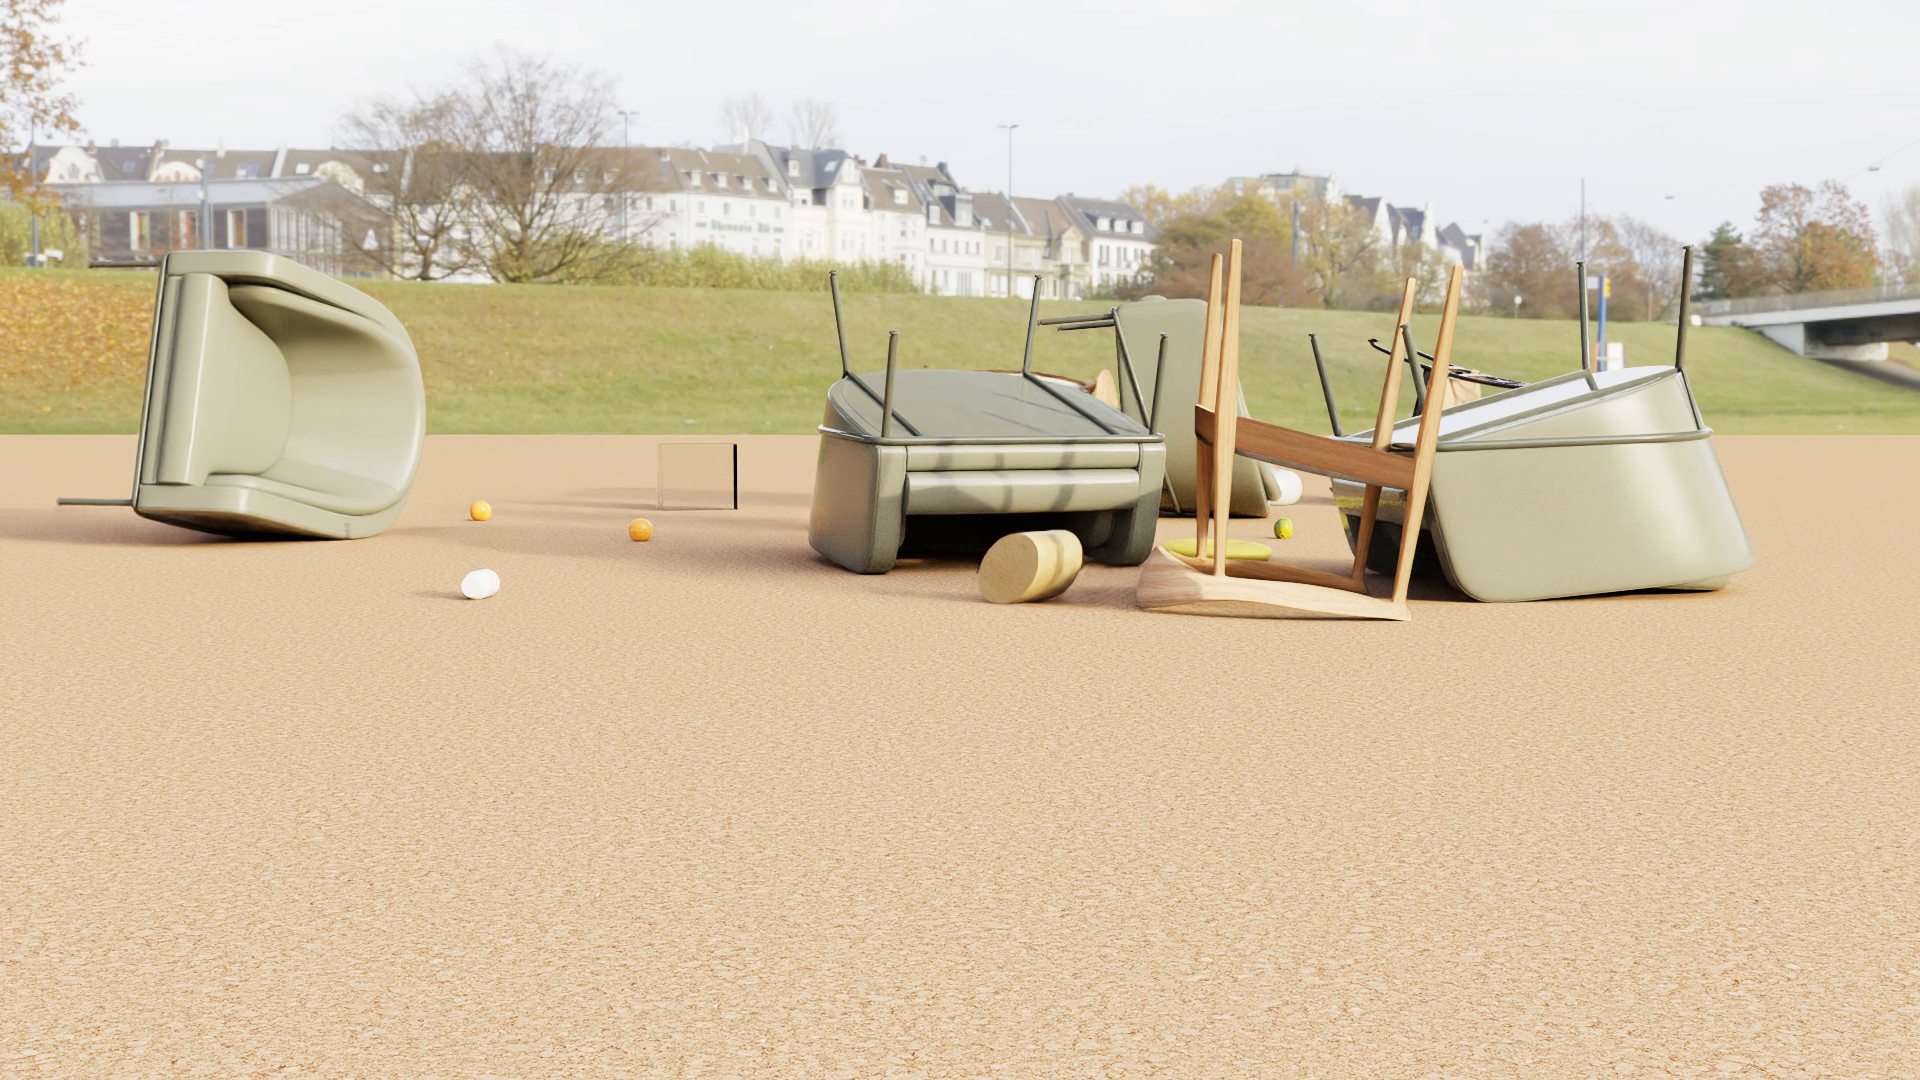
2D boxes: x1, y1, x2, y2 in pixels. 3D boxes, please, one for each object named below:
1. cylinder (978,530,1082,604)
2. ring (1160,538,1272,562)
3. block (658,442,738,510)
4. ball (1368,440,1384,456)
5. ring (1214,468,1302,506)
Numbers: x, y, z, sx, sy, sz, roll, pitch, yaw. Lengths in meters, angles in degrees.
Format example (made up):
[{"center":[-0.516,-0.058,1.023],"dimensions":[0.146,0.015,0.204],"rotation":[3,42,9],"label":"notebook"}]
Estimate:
[{"center":[0.149,0.056,4.626],"dimensions":[0.148,0.128,0.180],"rotation":[-5,-33,-49],"label":"cylinder"},{"center":[0.678,0.027,5.836],"dimensions":[0.277,0.044,0.358],"rotation":[-1,4,-23],"label":"ring"},{"center":[-0.980,-0.237,8.203],"dimensions":[0.278,0.245,0.150],"rotation":[-1,4,-14],"label":"block"},{"center":[2.798,-0.618,14.774],"dimensions":[0.106,0.106,0.106],"rotation":[0,4,0],"label":"ball"},{"center":[1.161,-0.206,8.579],"dimensions":[0.348,0.135,0.345],"rotation":[1,5,-5],"label":"ring"}]
